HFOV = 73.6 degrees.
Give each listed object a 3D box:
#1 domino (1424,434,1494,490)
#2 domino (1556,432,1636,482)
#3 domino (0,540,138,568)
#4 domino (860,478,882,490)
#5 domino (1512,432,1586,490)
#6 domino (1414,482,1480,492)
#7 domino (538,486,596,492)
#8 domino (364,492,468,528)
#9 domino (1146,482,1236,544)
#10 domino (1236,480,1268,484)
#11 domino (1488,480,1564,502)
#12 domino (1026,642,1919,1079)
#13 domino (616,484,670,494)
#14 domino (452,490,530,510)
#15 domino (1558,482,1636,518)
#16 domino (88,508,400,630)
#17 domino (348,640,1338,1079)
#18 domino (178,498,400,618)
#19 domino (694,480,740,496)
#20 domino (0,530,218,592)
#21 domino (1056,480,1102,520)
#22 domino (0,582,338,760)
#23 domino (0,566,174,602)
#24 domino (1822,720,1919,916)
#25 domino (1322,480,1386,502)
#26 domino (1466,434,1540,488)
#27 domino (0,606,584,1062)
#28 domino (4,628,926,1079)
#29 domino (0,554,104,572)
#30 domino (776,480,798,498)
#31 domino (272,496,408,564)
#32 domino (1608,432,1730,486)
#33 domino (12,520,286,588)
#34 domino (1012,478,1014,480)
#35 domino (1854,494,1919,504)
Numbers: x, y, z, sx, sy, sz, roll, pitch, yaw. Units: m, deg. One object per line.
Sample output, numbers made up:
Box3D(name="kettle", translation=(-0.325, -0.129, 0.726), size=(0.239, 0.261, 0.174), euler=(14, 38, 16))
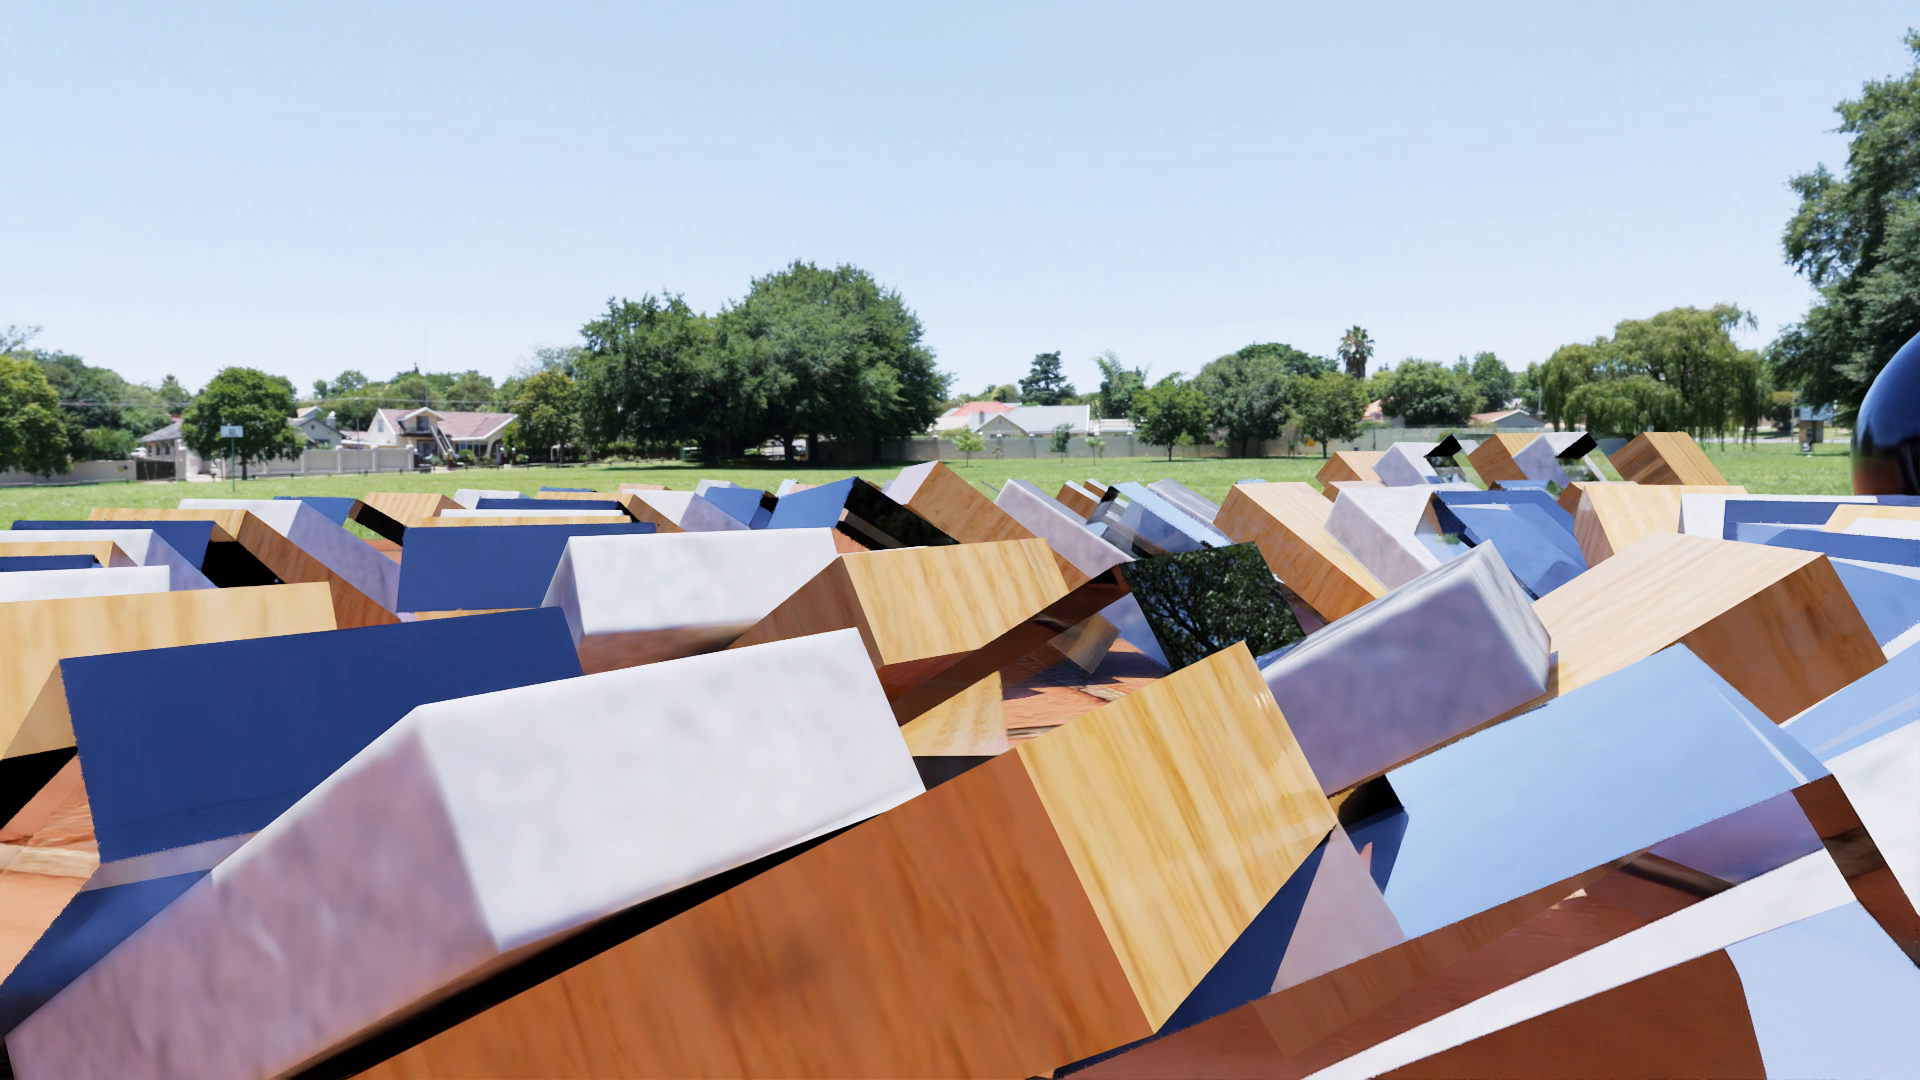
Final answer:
Box3D(name="domino", translation=(0.142, -0.005, 0.327), size=(0.025, 0.050, 0.009), euler=(-4, -33, -41))
Box3D(name="domino", translation=(0.161, -0.002, 0.295), size=(0.025, 0.050, 0.009), euler=(-4, -33, -41))
Box3D(name="domino", translation=(-0.099, 0.015, 0.144), size=(0.025, 0.009, 0.050), euler=(-1, -25, -11))
Box3D(name="domino", translation=(-0.006, 0.000, 0.349), size=(0.050, 0.009, 0.025), euler=(29, -1, -10))
Box3D(name="domino", translation=(0.156, -0.003, 0.307), size=(0.025, 0.050, 0.009), euler=(-5, -32, -41))
Box3D(name="domino", translation=(0.123, 0.005, 0.279), size=(0.025, 0.009, 0.050), euler=(-4, 36, -41))
Box3D(name="domino", translation=(-0.074, 0.004, 0.300), size=(0.025, 0.009, 0.050), euler=(5, -23, 46))
Box3D(name="domino", translation=(-0.097, 0.006, 0.266), size=(0.025, 0.009, 0.050), euler=(3, -25, 35))
Box3D(name="domino", translation=(0.065, 0.003, 0.303), size=(0.050, 0.009, 0.025), euler=(32, 12, 12))
Box3D(name="domino", translation=(0.086, 0.003, 0.299), size=(0.050, 0.010, 0.025), euler=(35, 19, 21))
Box3D(name="domino", translation=(0.133, 0.005, 0.264), size=(0.025, 0.009, 0.050), euler=(-3, 38, -40))
Box3D(name="domino", translation=(0.011, 0.022, 0.056), size=(0.050, 0.010, 0.025), euler=(-30, -7, 20))
Box3D(name="domino", translation=(-0.060, 0.002, 0.316), size=(0.050, 0.009, 0.025), euler=(33, -16, -34))
Box3D(name="domino", translation=(-0.086, 0.005, 0.284), size=(0.025, 0.009, 0.050), euler=(4, -24, 40))
Box3D(name="domino", translation=(0.141, 0.007, 0.247), size=(0.025, 0.009, 0.050), euler=(-2, 37, -36))
Box3D(name="domino", translation=(-0.111, 0.011, 0.206), size=(0.025, 0.009, 0.050), euler=(1, -26, 9))
Box3D(name="domino", translation=(-0.009, 0.021, 0.062), size=(0.050, 0.009, 0.025), euler=(-31, -11, 27))
Box3D(name="domino", translation=(-0.110, 0.009, 0.226), size=(0.025, 0.009, 0.050), euler=(1, -26, 18))
Box3D(name="domino", translation=(-0.044, 0.001, 0.330), size=(0.050, 0.010, 0.025), euler=(32, -11, -26))
Box3D(name="domino", translation=(-0.105, 0.014, 0.164), size=(0.025, 0.010, 0.050), euler=(-1, -25, -5))
Box3D(name="domino", translation=(0.045, 0.003, 0.305), size=(0.050, 0.009, 0.025), euler=(31, 8, 5))
Box3D(name="domino", translation=(-0.064, 0.019, 0.092), size=(0.025, 0.009, 0.050), euler=(-4, -25, -40))
Box3D(name="domino", translation=(-0.079, 0.018, 0.107), size=(0.025, 0.009, 0.050), euler=(-3, -25, -28))
Box3D(name="domino", translation=(0.032, 0.022, 0.053), size=(0.050, 0.009, 0.025), euler=(-30, -2, 13))
Box3D(name="domino", translation=(0.107, 0.004, 0.292), size=(0.025, 0.009, 0.050), euler=(-4, 36, -47))
Box3D(name="domino", translation=(0.149, -0.004, 0.317), size=(0.025, 0.050, 0.010), euler=(-4, -32, -41))
Box3D(name="domino", translation=(-0.046, 0.020, 0.080), size=(0.025, 0.010, 0.050), euler=(-5, -23, -49))
Box3D(name="domino", translation=(-0.029, 0.021, 0.070), size=(0.050, 0.010, 0.025), euler=(-33, -15, 33))
Box3D(name="domino", translation=(-0.091, 0.017, 0.125), size=(0.025, 0.010, 0.050), euler=(-2, -25, -17))
Box3D(name="domino", translation=(-0.026, 0.000, 0.343), size=(0.050, 0.009, 0.025), euler=(29, -4, -14))
Box3D(name="domino", translation=(-0.106, 0.007, 0.248), size=(0.025, 0.010, 0.050), euler=(2, -25, 32))
Box3D(name="domino", translation=(0.169, -0.001, 0.286), size=(0.025, 0.050, 0.009), euler=(-4, -33, -40))
Box3D(name="domino", translation=(-0.108, 0.012, 0.184), size=(0.025, 0.009, 0.050), euler=(0, -25, -2))
Box3D(name="domino", translation=(0.034, -0.001, 0.357), size=(0.050, 0.009, 0.025), euler=(29, 4, -1))
Box3D(name="domino", translation=(0.169, 0.010, 0.209), size=(0.025, 0.009, 0.050), euler=(2, 34, 7))
